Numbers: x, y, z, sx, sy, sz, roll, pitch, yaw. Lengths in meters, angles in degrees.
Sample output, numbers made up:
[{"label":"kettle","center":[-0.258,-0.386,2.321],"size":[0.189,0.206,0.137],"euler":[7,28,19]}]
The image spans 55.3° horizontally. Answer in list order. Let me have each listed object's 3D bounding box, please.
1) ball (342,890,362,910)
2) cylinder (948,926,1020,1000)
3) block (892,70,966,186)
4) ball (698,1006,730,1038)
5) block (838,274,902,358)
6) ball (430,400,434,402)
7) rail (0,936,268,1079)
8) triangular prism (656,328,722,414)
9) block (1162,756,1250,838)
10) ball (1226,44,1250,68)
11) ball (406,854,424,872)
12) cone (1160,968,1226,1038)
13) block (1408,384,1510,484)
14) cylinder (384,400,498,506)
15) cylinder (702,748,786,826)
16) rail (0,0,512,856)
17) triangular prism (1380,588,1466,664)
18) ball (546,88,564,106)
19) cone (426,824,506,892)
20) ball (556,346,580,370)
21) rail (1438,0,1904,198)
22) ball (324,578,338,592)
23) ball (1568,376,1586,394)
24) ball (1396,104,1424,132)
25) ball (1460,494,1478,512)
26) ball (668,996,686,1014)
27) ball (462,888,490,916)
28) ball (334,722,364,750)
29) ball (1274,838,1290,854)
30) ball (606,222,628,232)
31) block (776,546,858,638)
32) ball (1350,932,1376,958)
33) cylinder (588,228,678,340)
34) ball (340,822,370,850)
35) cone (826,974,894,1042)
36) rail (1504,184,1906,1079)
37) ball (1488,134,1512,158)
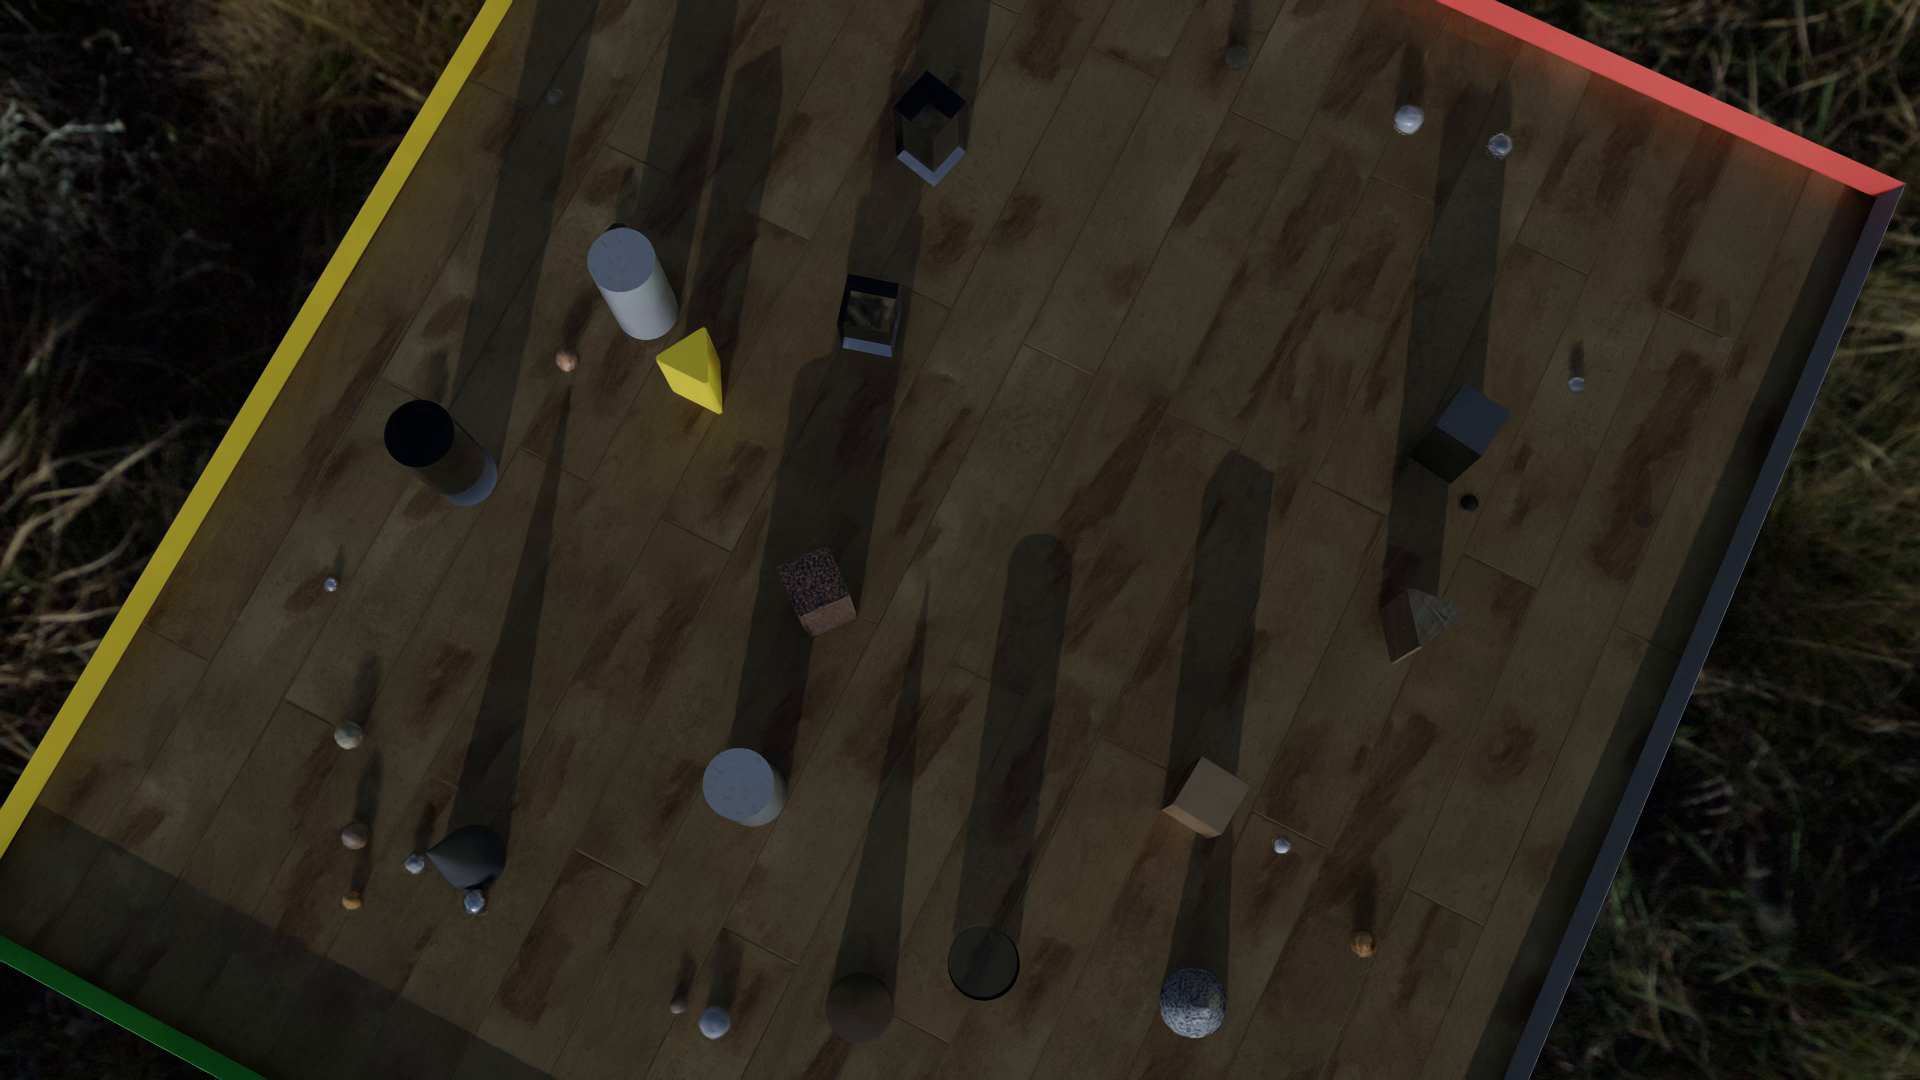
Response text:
[{"label":"ball","center":[-1.780,1.056,5.370],"size":[0.055,0.055,0.055],"euler":[0,78,0]},{"label":"cylinder","center":[0.065,1.194,5.182],"size":[0.198,0.367,0.198],"euler":[0,78,0]},{"label":"block","center":[-0.091,-1.272,5.691],"size":[0.158,0.370,0.158],"euler":[40,81,8]},{"label":"ball","center":[-0.707,1.390,5.282],"size":[0.093,0.093,0.093],"euler":[0,78,0]},{"label":"block","center":[-0.276,-0.688,5.634],"size":[0.158,0.244,0.158],"euler":[11,79,2]},{"label":"ball","center":[-1.646,-0.401,5.665],"size":[0.067,0.067,0.067],"euler":[0,78,0]},{"label":"rail","center":[-1.031,2.027,5.130],"size":[4.268,0.129,0.045],"euler":[26,80,5]},{"label":"triangular prism","center":[-0.786,-0.529,5.556],"size":[0.171,0.332,0.149],"euler":[26,80,5]},{"label":"block","center":[0.709,0.748,5.306],"size":[0.158,0.306,0.158],"euler":[32,80,6]},{"label":"ball","center":[0.893,-1.557,5.901],"size":[0.075,0.075,0.075],"euler":[0,78,0]},{"label":"ball","center":[-1.604,0.951,5.391],"size":[0.056,0.056,0.056],"euler":[0,78,0]},{"label":"cone","center":[0.679,1.313,5.169],"size":[0.198,0.345,0.198],"euler":[0,78,0]},{"label":"block","center":[1.493,-0.316,5.504],"size":[0.158,0.348,0.158],"euler":[35,80,7]},{"label":"cylinder","center":[-1.527,-0.251,5.416],"size":[0.198,0.494,0.198],"euler":[0,78,0]},{"label":"cylinder","center":[-0.614,0.714,5.269],"size":[0.198,0.391,0.198],"euler":[0,78,0]},{"label":"rail","center":[-1.888,-0.917,5.740],"size":[0.045,0.129,4.660],"euler":[26,80,5]},{"label":"triangular prism","center":[1.325,0.230,5.388],"size":[0.171,0.355,0.149],"euler":[-39,81,-7]},{"label":"ball","center":[-1.299,-1.421,5.883],"size":[0.053,0.053,0.053],"euler":[0,78,0]},{"label":"cone","center":[-1.442,0.893,5.182],"size":[0.198,0.489,0.198],"euler":[0,78,0]},{"label":"ball","center":[-1.220,-0.564,5.694],"size":[0.076,0.076,0.076],"euler":[0,78,0]},{"label":"rail","center":[1.031,-2.013,5.967],"size":[4.268,0.129,0.045],"euler":[26,80,5]},{"label":"ball","center":[-1.909,0.136,5.567],"size":[0.042,0.042,0.042],"euler":[0,78,0]},{"label":"ball","center":[1.914,-0.481,5.690],"size":[0.051,0.051,0.051],"euler":[0,78,0]},{"label":"ball","center":[1.435,-1.345,5.849],"size":[0.090,0.090,0.090],"euler":[0,78,0]},{"label":"ball","center":[1.560,-0.114,5.613],"size":[0.054,0.054,0.054],"euler":[0,78,0]},{"label":"ball","center":[-0.818,1.346,5.311],"size":[0.052,0.052,0.052],"euler":[0,78,0]},{"label":"ball","center":[-1.413,1.055,5.342],"size":[0.077,0.077,0.077],"euler":[0,78,0]},{"label":"ball","center":[-1.819,0.581,5.455],"size":[0.082,0.082,0.082],"euler":[0,78,0]},{"label":"ball","center":[0.949,0.903,5.406],"size":[0.047,0.047,0.047],"euler":[0,78,0]},{"label":"ball","center":[-1.075,-0.958,5.773],"size":[0.083,0.083,0.083],"euler":[0,78,0]},{"label":"block","center":[-0.416,0.156,5.382],"size":[0.158,0.396,0.158],"euler":[-23,79,-5]},{"label":"ball","center":[1.176,1.177,5.335],"size":[0.075,0.075,0.075],"euler":[0,78,0]},{"label":"cylinder","center":[-0.985,-0.769,5.548],"size":[0.198,0.446,0.198],"euler":[0,78,0]},{"label":"ball","center":[-1.780,0.871,5.395],"size":[0.081,0.081,0.081],"euler":[0,78,0]},{"label":"cone","center":[-0.292,1.320,5.133],"size":[0.198,0.412,0.198],"euler":[0,78,0]},{"label":"rail","center":[1.888,0.931,5.357],"size":[0.045,0.129,4.660],"euler":[26,80,5]},{"label":"ball","center":[1.721,-1.254,5.837],"size":[0.077,0.077,0.077],"euler":[0,78,0]}]
